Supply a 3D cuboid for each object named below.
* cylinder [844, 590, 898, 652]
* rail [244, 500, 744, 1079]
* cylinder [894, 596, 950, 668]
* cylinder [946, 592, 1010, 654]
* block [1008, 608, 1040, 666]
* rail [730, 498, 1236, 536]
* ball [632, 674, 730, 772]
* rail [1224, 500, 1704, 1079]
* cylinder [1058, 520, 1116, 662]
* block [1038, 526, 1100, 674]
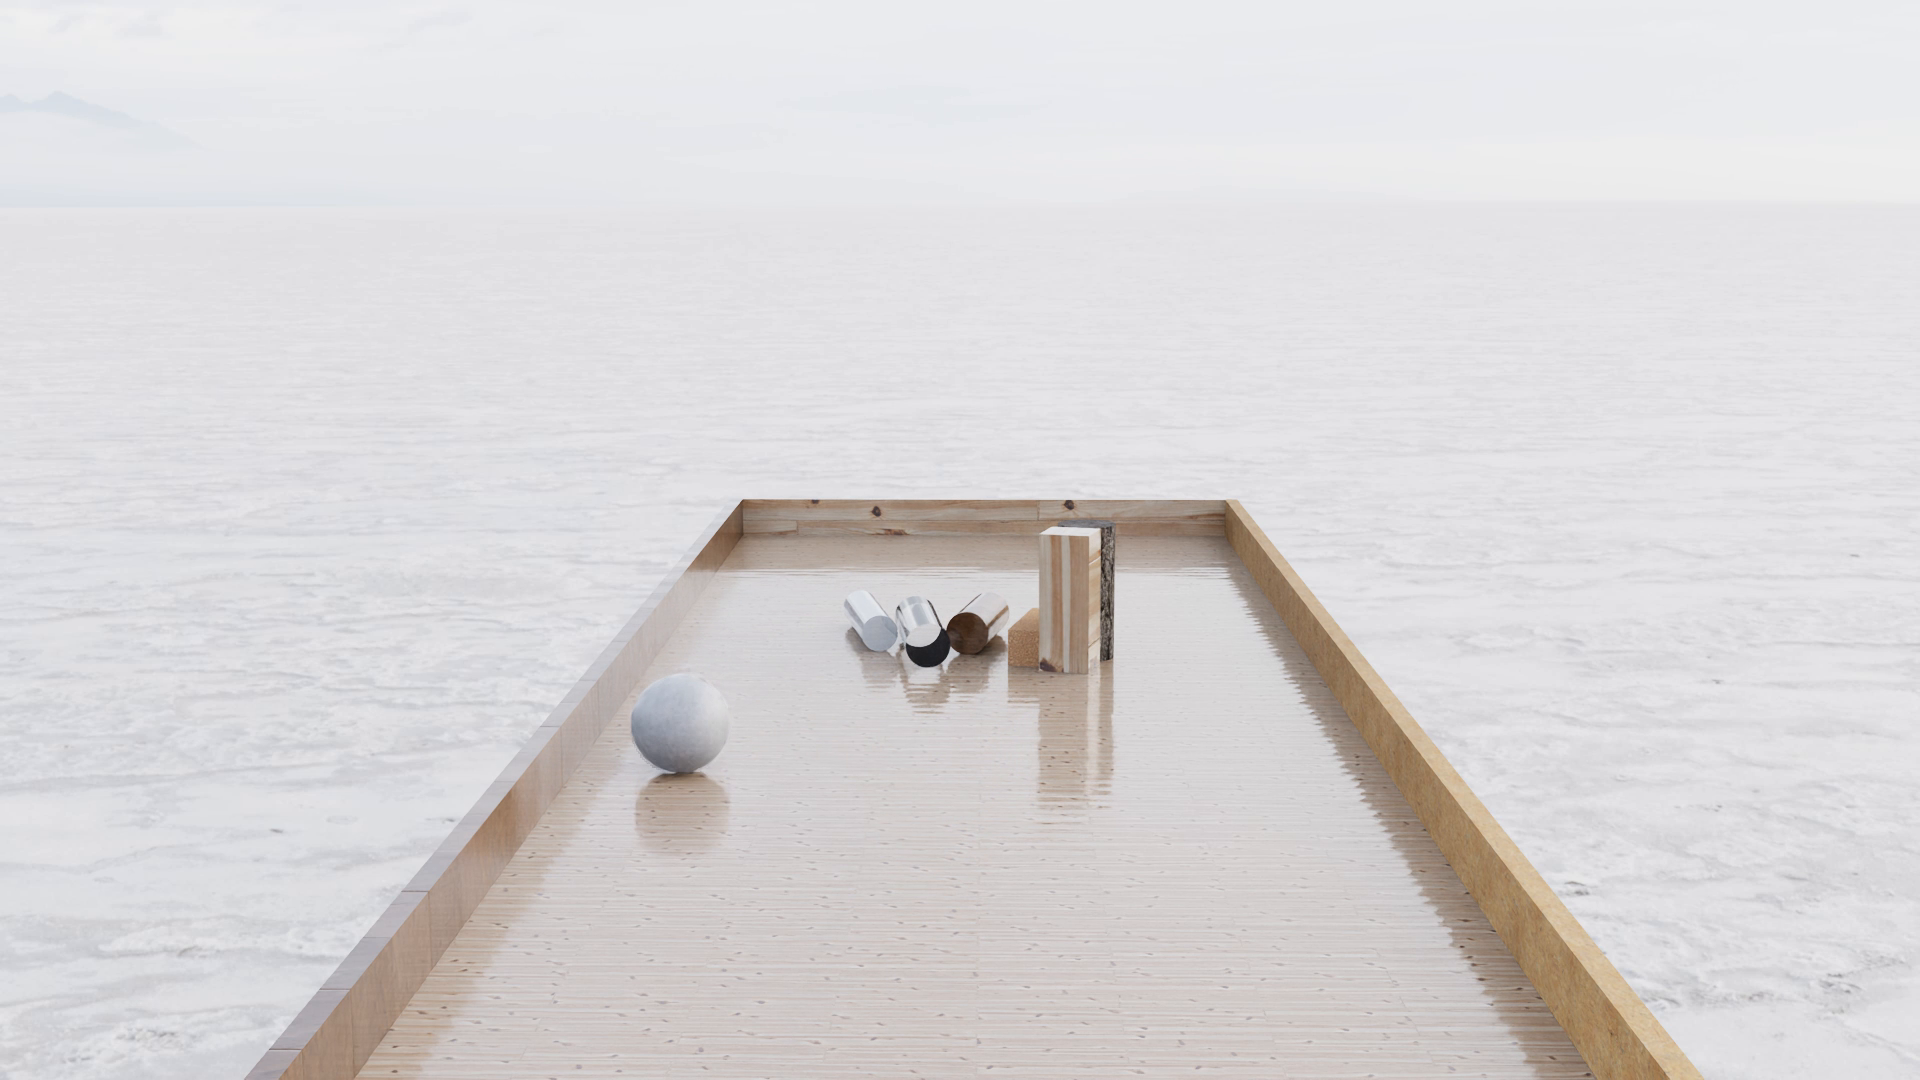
[{"bbox_3d":[-0.288,0.256,7.032,0.114,0.114,0.442,-2,9,-10],"label":"cylinder"},{"bbox_3d":[-1.004,0.839,3.234,0.050,0.150,12.000,0,9,1],"label":"rail"},{"bbox_3d":[-0.119,0.281,6.809,0.135,0.135,0.456,-1,9,-6],"label":"cylinder"},{"bbox_3d":[0.058,0.261,6.939,0.133,0.133,0.353,2,9,12],"label":"cylinder"},{"bbox_3d":[0.240,0.298,6.780,0.109,0.109,0.365,2,9,13],"label":"block"},{"bbox_3d":[0.099,-0.098,9.147,2.100,0.150,0.050,0,9,1],"label":"rail"},{"bbox_3d":[-0.686,0.450,5.400,0.242,0.242,0.242,0,9,0],"label":"ball"},{"bbox_3d":[1.046,0.843,3.208,0.050,0.150,12.000,0,9,1],"label":"rail"},{"bbox_3d":[0.385,0.154,6.720,0.175,0.412,0.175,0,9,0],"label":"cylinder"},{"bbox_3d":[0.328,0.178,6.565,0.151,0.413,0.151,2,9,17],"label":"block"}]
